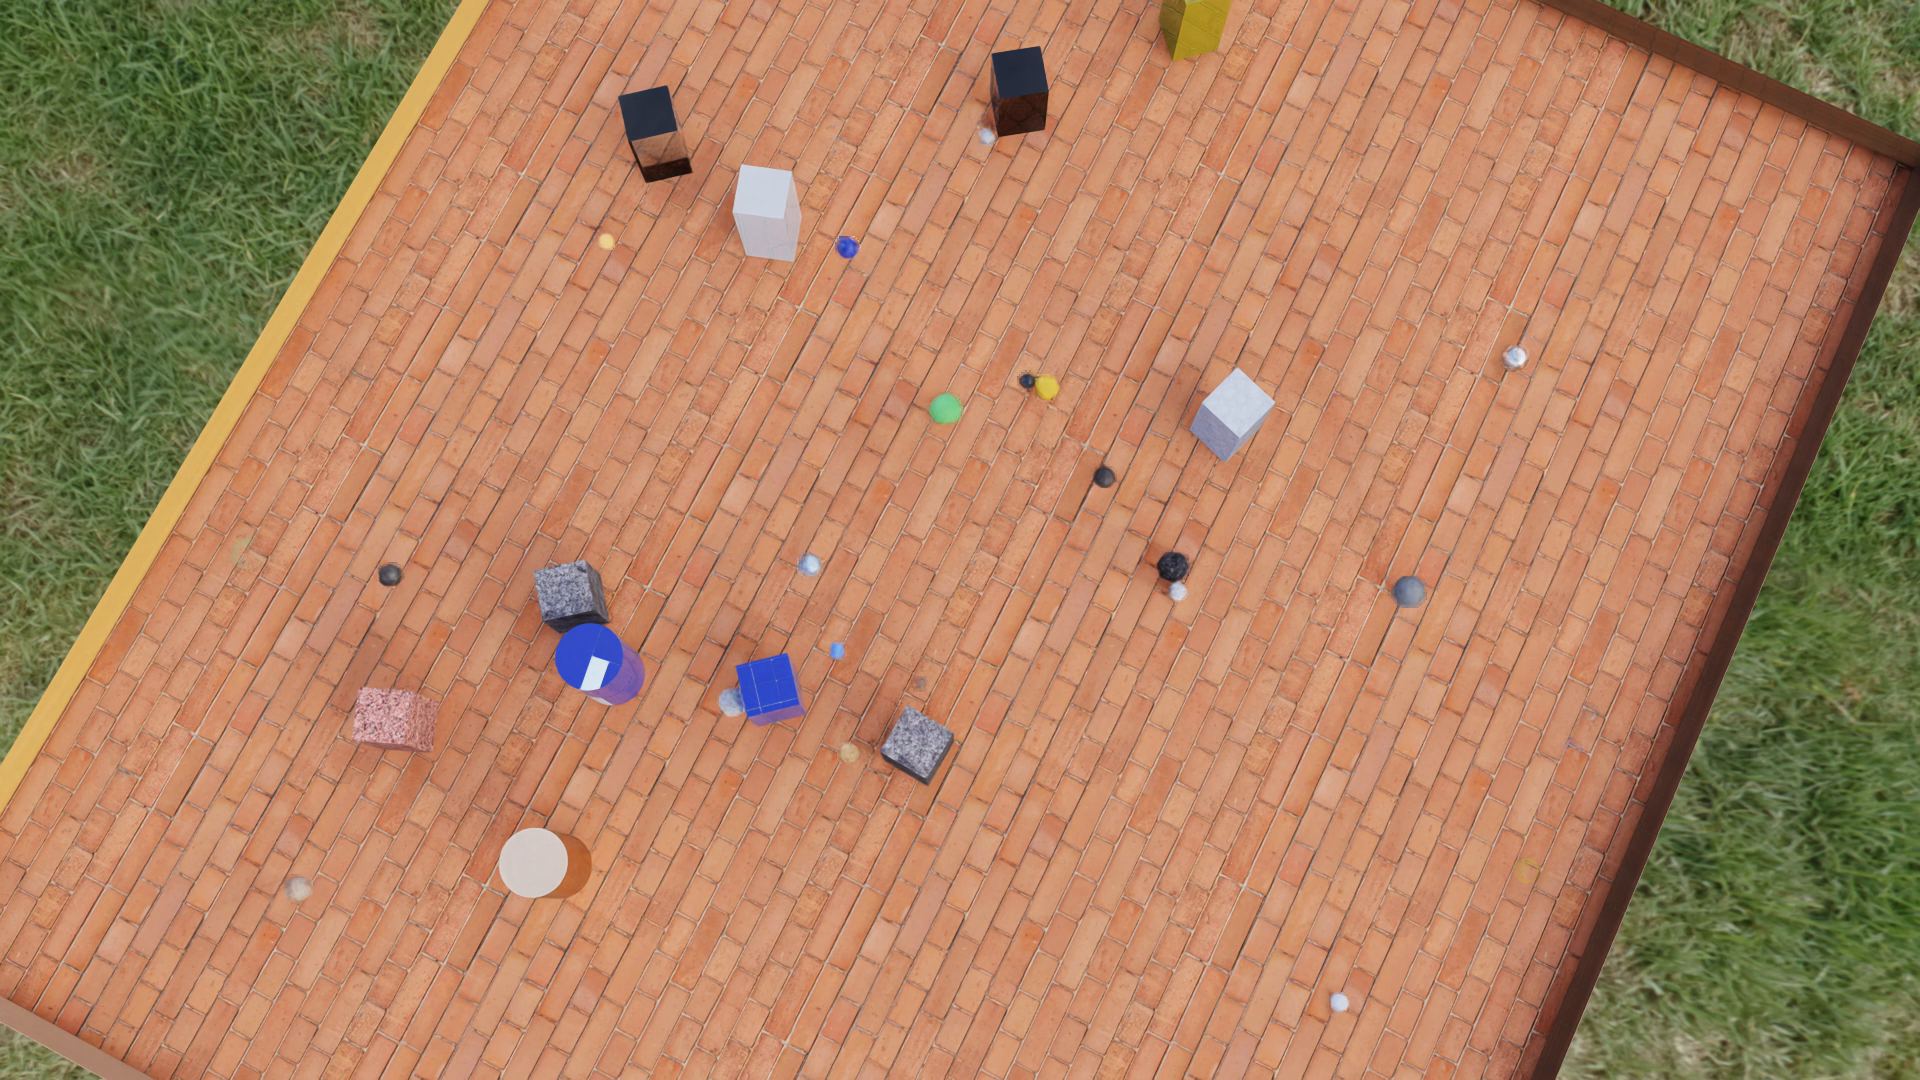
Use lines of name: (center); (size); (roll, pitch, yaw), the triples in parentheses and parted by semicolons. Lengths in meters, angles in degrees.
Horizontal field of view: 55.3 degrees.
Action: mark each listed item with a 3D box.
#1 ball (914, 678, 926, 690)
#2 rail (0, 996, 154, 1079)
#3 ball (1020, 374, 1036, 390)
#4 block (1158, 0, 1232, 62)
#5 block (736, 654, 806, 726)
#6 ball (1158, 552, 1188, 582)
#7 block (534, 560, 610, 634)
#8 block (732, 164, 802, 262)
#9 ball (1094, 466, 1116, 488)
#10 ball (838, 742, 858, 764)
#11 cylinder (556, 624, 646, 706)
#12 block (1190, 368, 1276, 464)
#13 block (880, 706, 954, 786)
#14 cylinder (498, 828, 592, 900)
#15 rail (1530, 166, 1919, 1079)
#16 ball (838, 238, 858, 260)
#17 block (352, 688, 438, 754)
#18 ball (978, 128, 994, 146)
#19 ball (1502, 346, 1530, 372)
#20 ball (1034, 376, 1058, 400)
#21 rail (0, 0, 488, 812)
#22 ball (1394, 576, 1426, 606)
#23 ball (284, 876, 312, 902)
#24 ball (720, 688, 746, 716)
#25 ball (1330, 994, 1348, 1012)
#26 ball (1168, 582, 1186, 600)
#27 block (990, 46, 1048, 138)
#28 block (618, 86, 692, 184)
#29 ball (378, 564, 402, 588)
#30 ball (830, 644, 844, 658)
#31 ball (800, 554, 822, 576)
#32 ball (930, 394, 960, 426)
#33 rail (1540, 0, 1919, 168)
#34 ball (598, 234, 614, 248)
ball: (-0.120, 0.434, 5.506); (0.040, 0.040, 0.040); (0, 78, 0)
rail: (-1.097, 2.155, 5.106); (4.408, 0.124, 0.045); (26, 80, 5)
ball: (0.210, -0.493, 5.693); (0.050, 0.050, 0.050); (0, 78, 0)
block: (0.741, -1.680, 5.773); (0.153, 0.373, 0.153); (-15, 79, -3)
block: (-0.553, 0.443, 5.391); (0.153, 0.262, 0.153); (-14, 79, -3)
ball: (0.645, 0.081, 5.552); (0.093, 0.093, 0.093); (0, 78, 0)
block: (-1.155, 0.171, 5.459); (0.153, 0.240, 0.153); (-12, 79, -3)
block: (-0.590, -1.002, 5.639); (0.153, 0.361, 0.153); (8, 78, 2)
ball: (0.443, -0.191, 5.622); (0.067, 0.067, 0.067); (0, 78, 0)
ball: (-0.331, 0.634, 5.455); (0.060, 0.060, 0.060); (0, 78, 0)
cylinder: (-1.046, 0.367, 5.350); (0.191, 0.373, 0.191); (0, 78, 0)
block: (0.820, -0.373, 5.539); (0.153, 0.303, 0.153); (44, 82, 8)
block: (-0.123, 0.602, 5.341); (0.153, 0.296, 0.153); (30, 80, 6)
cylinder: (-1.183, 0.929, 5.249); (0.191, 0.343, 0.191); (0, 78, 0)
rail: (1.950, 0.962, 5.353); (0.045, 0.124, 4.953); (26, 80, 5)
ball: (-0.354, -0.919, 5.772); (0.067, 0.067, 0.067); (0, 78, 0)
block: (-1.650, 0.529, 5.366); (0.153, 0.277, 0.153); (4, 78, 1)
ball: (0.085, -1.288, 5.857); (0.052, 0.052, 0.052); (0, 78, 0)
ball: (1.727, -0.565, 5.693); (0.080, 0.080, 0.080); (0, 78, 0)
ball: (0.267, -0.472, 5.675); (0.076, 0.076, 0.076); (0, 78, 0)
rail: (-1.950, -0.948, 5.748); (0.045, 0.124, 4.953); (26, 80, 5)
ball: (1.357, 0.155, 5.536); (0.096, 0.096, 0.096); (0, 78, 0)
ball: (-1.939, 1.022, 5.366); (0.076, 0.076, 0.076); (0, 78, 0)
ball: (-0.668, 0.478, 5.415); (0.086, 0.086, 0.086); (0, 78, 0)
ball: (1.100, 1.342, 5.312); (0.052, 0.052, 0.052); (0, 78, 0)
ball: (0.659, 0.155, 5.556); (0.055, 0.055, 0.055); (0, 78, 0)
block: (0.185, -1.408, 5.765); (0.153, 0.280, 0.153); (-9, 78, -2)
block: (-0.947, -1.262, 5.714); (0.153, 0.319, 0.153); (-13, 79, -3)
ball: (-1.727, 0.109, 5.559); (0.069, 0.069, 0.069); (0, 78, 0)
ball: (-0.369, 0.334, 5.525); (0.044, 0.044, 0.044); (0, 78, 0)
ball: (-0.454, 0.076, 5.566); (0.068, 0.068, 0.068); (0, 78, 0)
ball: (-0.046, -0.402, 5.651); (0.095, 0.095, 0.095); (0, 78, 0)
rail: (1.097, -2.142, 5.995); (4.408, 0.124, 0.045); (26, 80, 5)
ball: (-1.118, -0.944, 5.787); (0.048, 0.048, 0.048); (0, 78, 0)
